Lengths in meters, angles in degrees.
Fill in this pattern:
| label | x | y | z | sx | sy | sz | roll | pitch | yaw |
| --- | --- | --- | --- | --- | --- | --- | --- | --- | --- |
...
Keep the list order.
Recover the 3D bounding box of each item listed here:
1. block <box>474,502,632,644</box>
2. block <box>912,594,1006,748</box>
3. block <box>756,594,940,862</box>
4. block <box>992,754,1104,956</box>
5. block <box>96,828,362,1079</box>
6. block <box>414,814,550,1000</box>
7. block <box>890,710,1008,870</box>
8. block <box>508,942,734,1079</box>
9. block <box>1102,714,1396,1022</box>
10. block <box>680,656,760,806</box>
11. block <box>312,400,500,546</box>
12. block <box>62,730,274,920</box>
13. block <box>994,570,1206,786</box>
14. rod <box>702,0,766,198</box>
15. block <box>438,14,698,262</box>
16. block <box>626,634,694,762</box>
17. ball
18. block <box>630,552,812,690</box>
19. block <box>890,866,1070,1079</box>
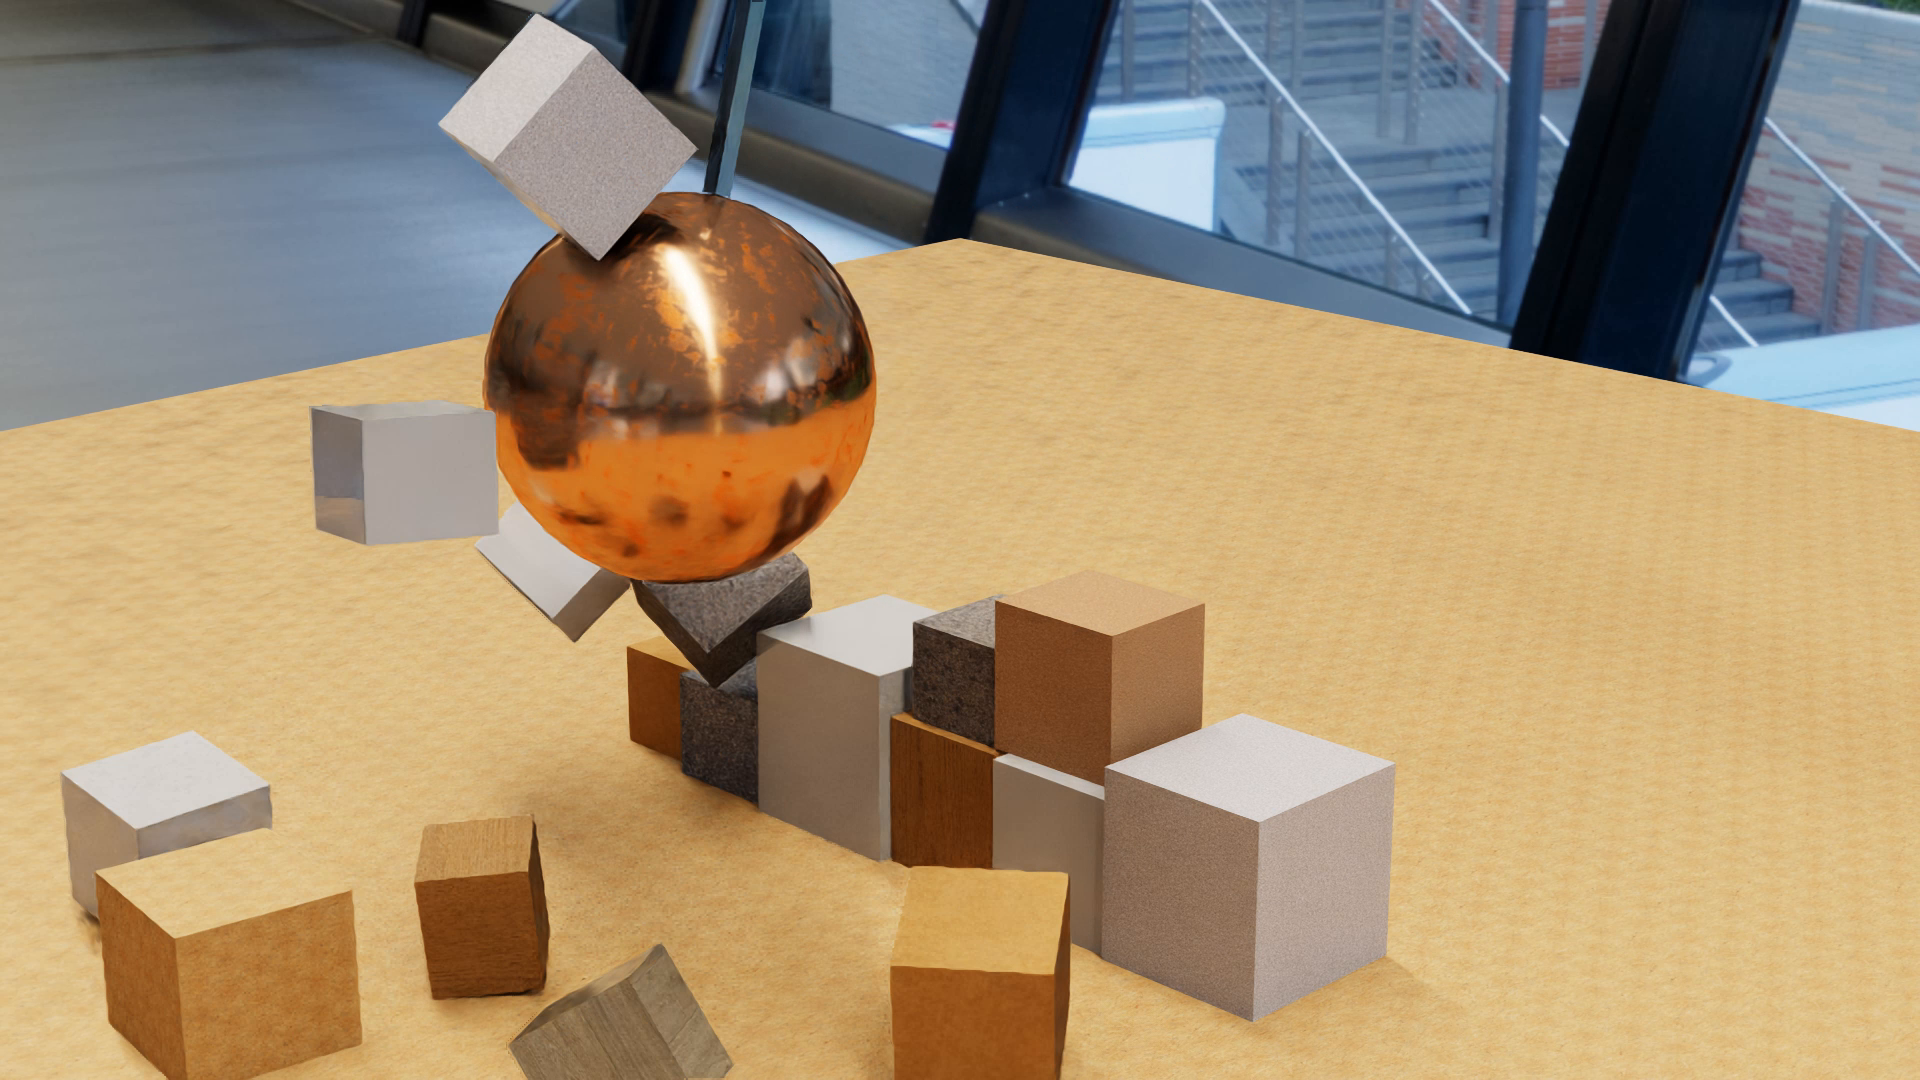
| label | x | y | z | sx | sy | sz | roll | pitch | yaw |
| --- | --- | --- | --- | --- | --- | --- | --- | --- | --- |
| block | -1.875 | 0.064 | 13.927 | 0.525 | 0.546 | 0.524 | 42 | -8 | 13 |
| block | 0.174 | 0.587 | 13.323 | 0.570 | 0.468 | 0.525 | -17 | 24 | -42 |
| block | -0.369 | 0.879 | 14.009 | 0.834 | 0.915 | 0.858 | -16 | 23 | -42 |
| block | 0.667 | 1.294 | 13.020 | 0.801 | 0.723 | 0.674 | -17 | 24 | -42 |
| block | -2.953 | 1.688 | 11.843 | 0.744 | 0.679 | 0.798 | -13 | 22 | -35 |
| block | -2.008 | 1.545 | 12.364 | 0.467 | 0.564 | 0.492 | -5 | 23 | -3 |
| block | 0.188 | 1.147 | 13.508 | 0.724 | 0.711 | 0.705 | -17 | 24 | -42 |
| block | -1.251 | 1.912 | 10.883 | 0.525 | 0.541 | 0.519 | -30 | 2 | 10 |
| block | 1.225 | 1.373 | 12.494 | 0.902 | 0.889 | 0.839 | -17 | 24 | -42 |
| block | -0.927 | 0.910 | 14.571 | 0.666 | 0.527 | 0.638 | -17 | 24 | -42 |
| block | -2.131 | -0.266 | 11.250 | 0.531 | 0.471 | 0.556 | -5 | 10 | -31 |
| block | -3.472 | 1.329 | 12.896 | 0.641 | 0.633 | 0.664 | -18 | 31 | -40 |
| block | 0.610 | 0.598 | 12.876 | 0.681 | 0.692 | 0.612 | 16 | 24 | 42 |
| rod | -0.493 | -3.936 | 11.588 | 0.080 | 5.200 | 0.080 | 17 | 8 | 42 |
| block | -1.522 | -1.564 | 11.370 | 0.612 | 0.580 | 0.571 | 43 | -4 | -38 |
| block | -1.320 | 0.784 | 14.993 | 0.532 | 0.514 | 0.533 | -17 | 24 | -42 |
| ball | -1.138 | -0.618 | 11.955 | 1.600 | 1.600 | 1.600 | 0 | 17 | 0 |
| block | -1.150 | 0.225 | 14.130 | 0.629 | 0.585 | 0.623 | -40 | -13 | -13 |
| block | 0.091 | 1.742 | 11.540 | 0.627 | 0.630 | 0.643 | 2 | 30 | 7 |
